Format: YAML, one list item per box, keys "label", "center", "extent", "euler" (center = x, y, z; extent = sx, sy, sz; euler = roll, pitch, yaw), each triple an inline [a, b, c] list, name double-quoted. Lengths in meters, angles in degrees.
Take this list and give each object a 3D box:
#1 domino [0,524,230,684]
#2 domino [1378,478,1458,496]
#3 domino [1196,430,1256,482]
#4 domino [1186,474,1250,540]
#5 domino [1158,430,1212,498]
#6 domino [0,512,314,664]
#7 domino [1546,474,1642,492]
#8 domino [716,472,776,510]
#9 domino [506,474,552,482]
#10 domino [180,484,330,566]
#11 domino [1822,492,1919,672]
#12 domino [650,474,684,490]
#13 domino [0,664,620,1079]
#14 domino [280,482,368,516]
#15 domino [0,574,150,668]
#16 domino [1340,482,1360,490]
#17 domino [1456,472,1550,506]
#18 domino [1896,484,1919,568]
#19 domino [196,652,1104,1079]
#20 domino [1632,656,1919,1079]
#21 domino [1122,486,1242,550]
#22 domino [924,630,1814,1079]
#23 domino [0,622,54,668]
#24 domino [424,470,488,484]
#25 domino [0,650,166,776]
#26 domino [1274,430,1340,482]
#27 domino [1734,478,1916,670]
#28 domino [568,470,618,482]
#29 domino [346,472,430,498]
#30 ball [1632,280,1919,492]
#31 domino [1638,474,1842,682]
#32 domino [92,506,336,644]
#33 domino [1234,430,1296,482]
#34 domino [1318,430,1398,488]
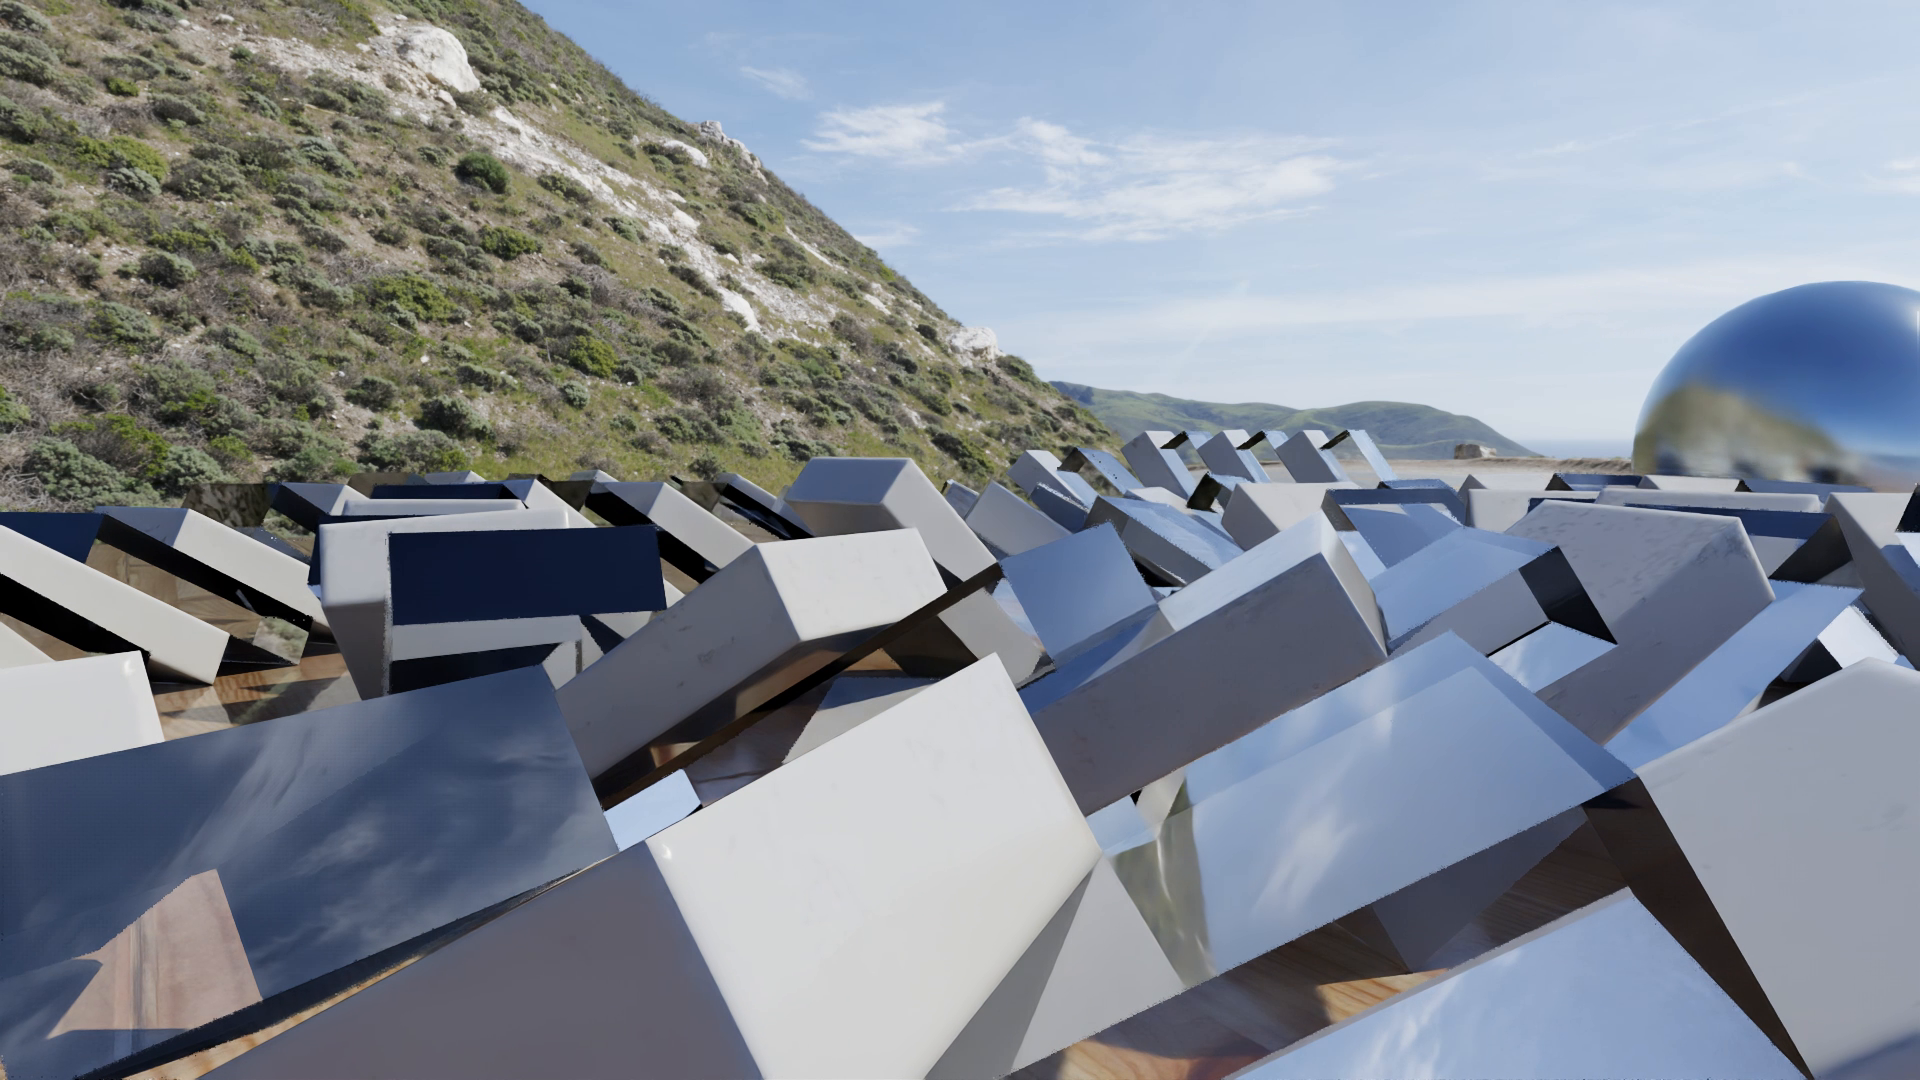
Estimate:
- label: "domino"
  center: [-0.148, 0.011, 0.208]
  extent: [0.025, 0.009, 0.050]
  euler: [1, -24, 13]
- label: "domino"
  center: [0.117, 0.004, 0.286]
  extent: [0.025, 0.009, 0.050]
  euler: [-4, 37, -40]
- label: "domino"
  center: [0.090, -0.009, 0.374]
  extent: [0.010, 0.050, 0.025]
  euler: [-37, -11, 25]
- label: "domino"
  center: [0.082, 0.001, 0.311]
  extent: [0.050, 0.010, 0.025]
  euler: [38, 20, 28]
- label: "domino"
  center: [0.080, -0.009, 0.379]
  extent: [0.010, 0.050, 0.025]
  euler: [-37, -13, 25]
- label: "domino"
  center: [-0.145, 0.010, 0.230]
  extent: [0.025, 0.009, 0.050]
  euler: [1, -23, 14]
- label: "domino"
  center: [0.143, 0.005, 0.258]
  extent: [0.025, 0.010, 0.050]
  euler: [0, 38, -23]
- label: "domino"
  center: [-0.047, -0.002, 0.368]
  extent: [0.050, 0.009, 0.025]
  euler: [32, -8, -20]
- label: "domino"
  center: [-0.095, 0.000, 0.336]
  extent: [0.050, 0.009, 0.025]
  euler: [36, -18, -32]
- label: "domino"
  center: [-0.134, 0.005, 0.270]
  extent: [0.025, 0.009, 0.050]
  euler: [1, -27, 24]
- label: "domino"
  center: [0.160, 0.010, 0.201]
  extent: [0.025, 0.009, 0.050]
  euler: [0, 36, 5]
- label: "domino"
  center: [-0.064, -0.002, 0.360]
  extent: [0.050, 0.009, 0.025]
  euler: [32, -9, -22]
- label: "domino"
  center: [-0.043, 0.022, 0.059]
  extent: [0.050, 0.009, 0.025]
  euler: [-30, -9, 25]
- label: "domino"
  center: [-0.128, 0.004, 0.290]
  extent: [0.025, 0.009, 0.050]
  euler: [3, -26, 33]
- label: "domino"
  center: [-0.146, 0.013, 0.186]
  extent: [0.025, 0.009, 0.050]
  euler: [0, -24, 3]
- label: "domino"
  center: [0.102, 0.004, 0.299]
  extent: [0.025, 0.009, 0.050]
  euler: [-4, 36, -44]
- label: "domino"
  center: [0.131, 0.004, 0.272]
  extent: [0.025, 0.009, 0.050]
  euler: [-3, 39, -32]
- label: "domino"
  center: [0.159, 0.011, 0.183]
  extent: [0.025, 0.009, 0.050]
  euler: [1, 39, 9]
- label: "domino"
  center: [-0.021, 0.022, 0.052]
  extent: [0.050, 0.009, 0.025]
  euler: [-30, -5, 22]
- label: "domino"
  center: [0.018, 0.022, 0.048]
  extent: [0.050, 0.009, 0.025]
  euler: [-30, -1, 11]
- label: "domino"
  center: [0.065, 0.003, 0.318]
  extent: [0.050, 0.009, 0.025]
  euler: [32, 18, 23]
- label: "domino"
  center: [0.001, 0.021, 0.050]
  extent: [0.050, 0.009, 0.025]
  euler: [-30, -1, 11]
- label: "domino"
  center: [-0.139, 0.014, 0.164]
  extent: [0.025, 0.009, 0.050]
  euler: [-1, -25, -11]
- label: "domino"
  center: [-0.109, 0.000, 0.321]
  extent: [0.025, 0.009, 0.050]
  euler: [1, -30, 45]
- label: "domino"
  center: [-0.063, 0.021, 0.066]
  extent: [0.050, 0.009, 0.025]
  euler: [-32, -15, 36]
- label: "domino"
  center: [0.109, -0.008, 0.360]
  extent: [0.009, 0.050, 0.025]
  euler: [-37, -13, 25]
- label: "domino"
  center: [0.158, 0.008, 0.223]
  extent: [0.025, 0.009, 0.050]
  euler: [4, 36, -3]
- label: "domino"
  center: [-0.082, -0.002, 0.348]
  extent: [0.050, 0.009, 0.025]
  euler: [34, -17, -27]
- label: "domino"
  center: [-0.119, 0.001, 0.305]
  extent: [0.025, 0.009, 0.050]
  euler: [1, -30, 36]
- label: "ball"
  center: [0.202, -0.020, 0.300]
  extent: [0.080, 0.080, 0.080]
  euler: [0, 4, 0]
- label: "domino"
  center: [0.152, 0.006, 0.242]
  extent: [0.025, 0.010, 0.050]
  euler: [2, 37, -13]
- label: "domino"
  center: [-0.141, 0.008, 0.253]
  extent: [0.025, 0.009, 0.050]
  euler: [2, -22, 23]
- label: "domino"
  center: [0.099, -0.008, 0.366]
  extent: [0.010, 0.050, 0.025]
  euler: [-37, -13, 25]
- label: "domino"
  center: [0.120, -0.007, 0.356]
  extent: [0.010, 0.050, 0.025]
  euler: [-37, -13, 26]
